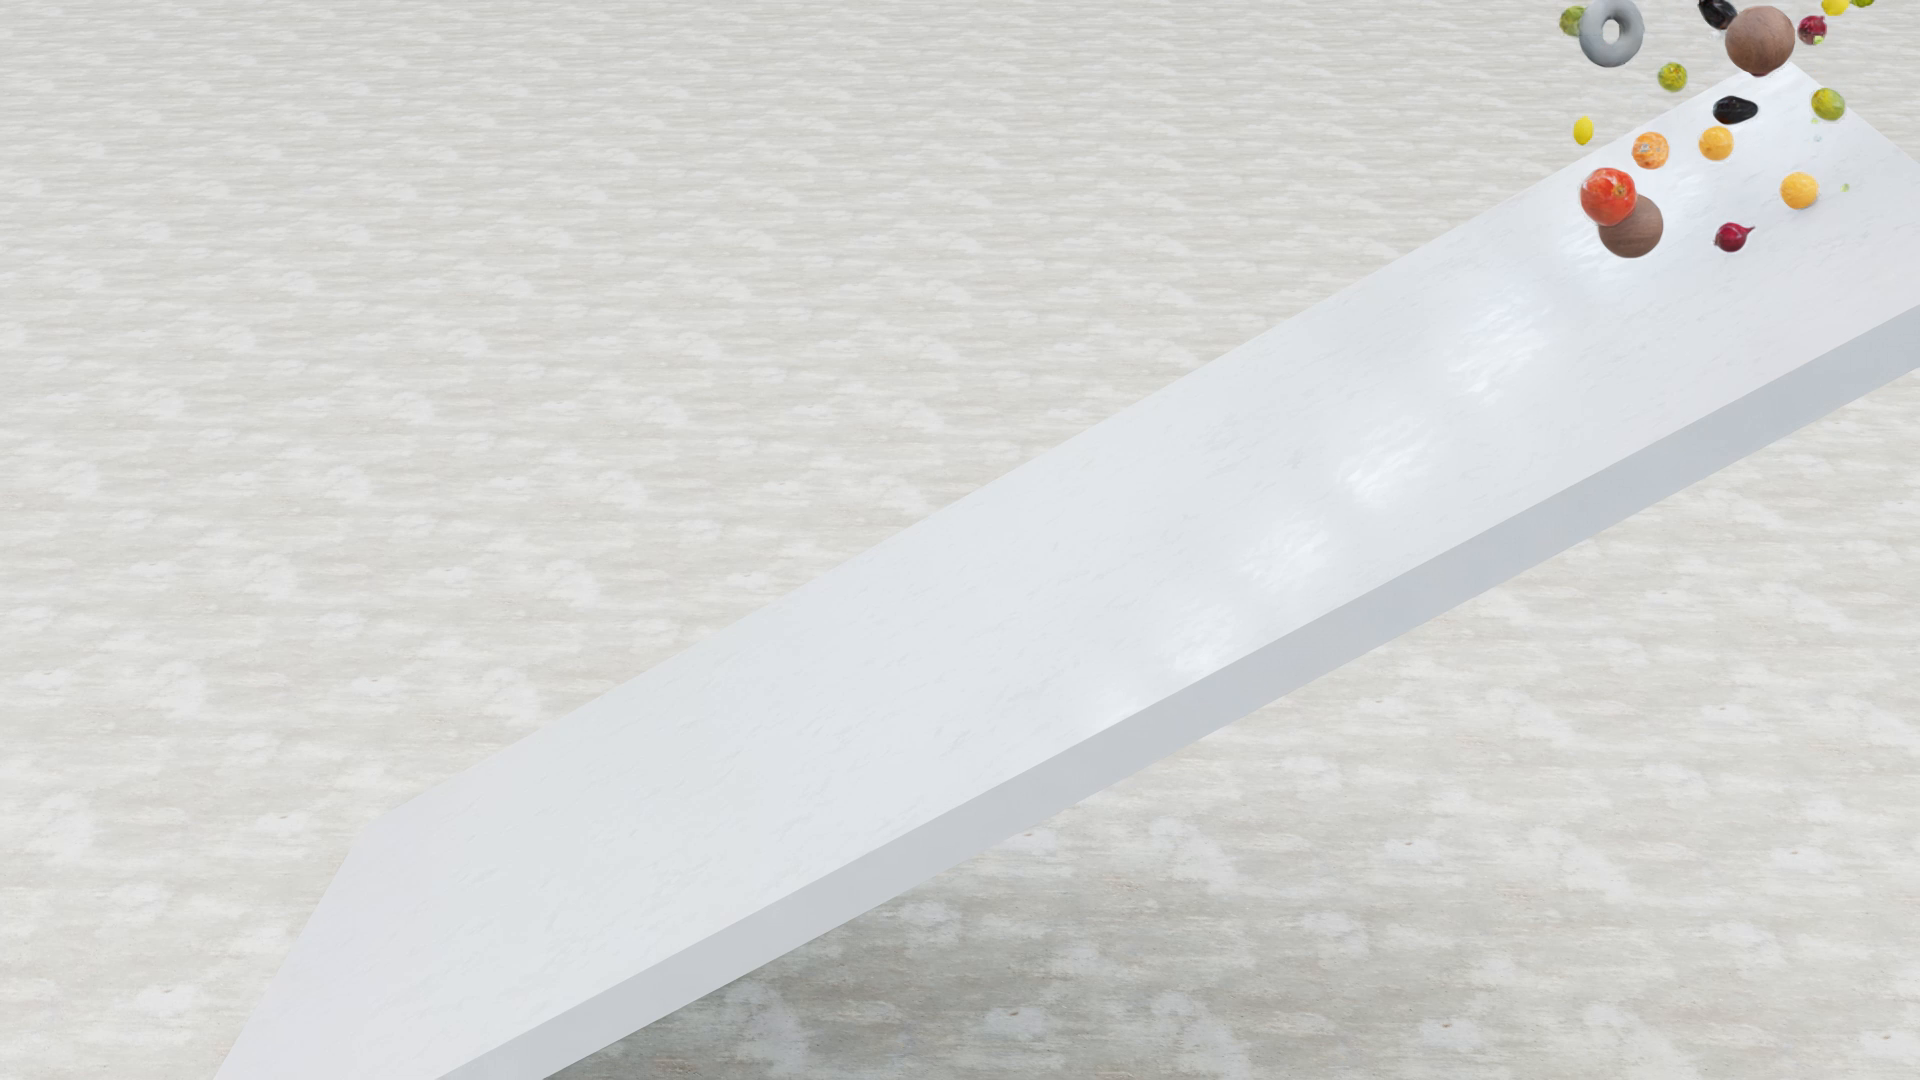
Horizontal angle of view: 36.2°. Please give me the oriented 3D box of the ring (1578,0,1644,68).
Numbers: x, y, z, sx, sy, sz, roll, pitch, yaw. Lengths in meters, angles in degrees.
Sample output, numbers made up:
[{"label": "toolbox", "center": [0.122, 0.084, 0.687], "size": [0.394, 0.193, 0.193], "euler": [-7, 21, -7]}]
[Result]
[{"label": "ring", "center": [1.281, -1.000, 5.785], "size": [0.141, 0.141, 0.047], "euler": [-6, 13, -17]}]

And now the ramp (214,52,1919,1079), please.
[{"label": "ramp", "center": [0.142, 0.168, 6.286], "size": [4.000, 0.100, 2.000], "euler": [-29, 15, 12]}]
